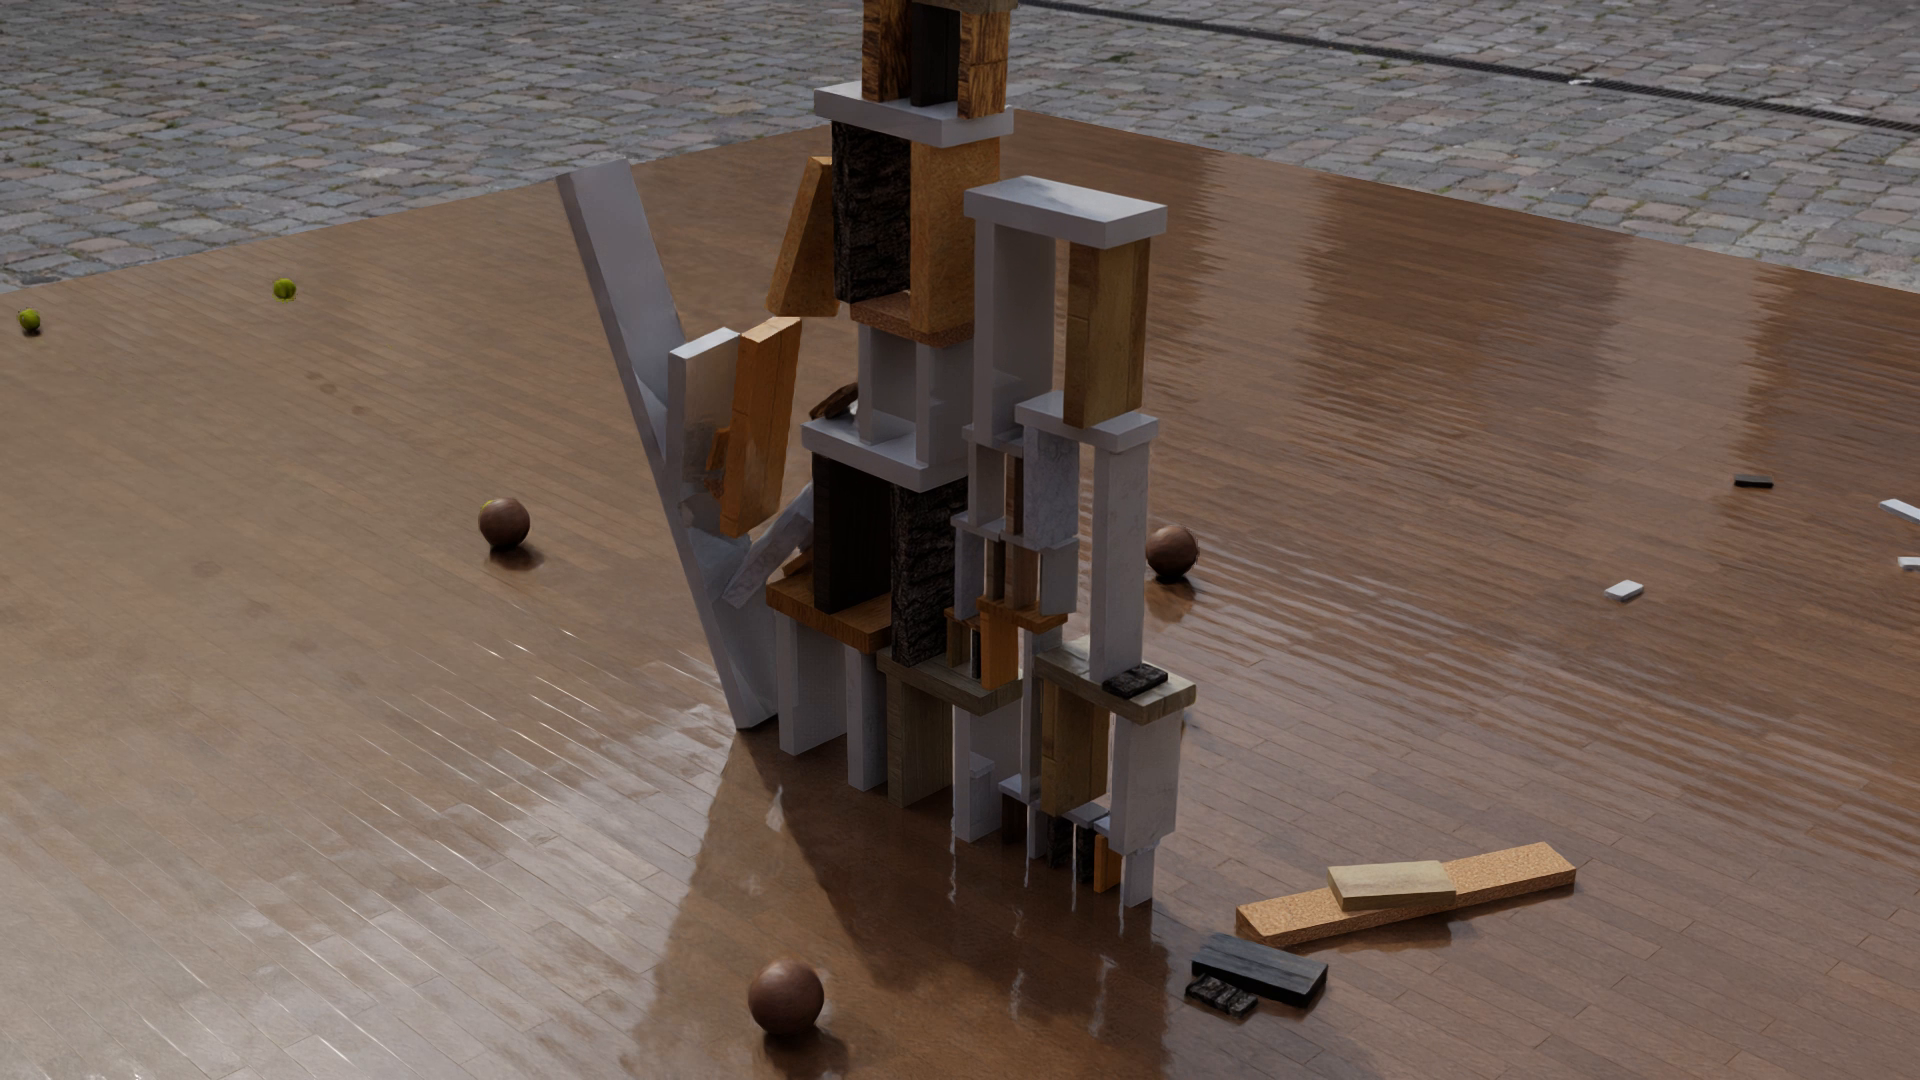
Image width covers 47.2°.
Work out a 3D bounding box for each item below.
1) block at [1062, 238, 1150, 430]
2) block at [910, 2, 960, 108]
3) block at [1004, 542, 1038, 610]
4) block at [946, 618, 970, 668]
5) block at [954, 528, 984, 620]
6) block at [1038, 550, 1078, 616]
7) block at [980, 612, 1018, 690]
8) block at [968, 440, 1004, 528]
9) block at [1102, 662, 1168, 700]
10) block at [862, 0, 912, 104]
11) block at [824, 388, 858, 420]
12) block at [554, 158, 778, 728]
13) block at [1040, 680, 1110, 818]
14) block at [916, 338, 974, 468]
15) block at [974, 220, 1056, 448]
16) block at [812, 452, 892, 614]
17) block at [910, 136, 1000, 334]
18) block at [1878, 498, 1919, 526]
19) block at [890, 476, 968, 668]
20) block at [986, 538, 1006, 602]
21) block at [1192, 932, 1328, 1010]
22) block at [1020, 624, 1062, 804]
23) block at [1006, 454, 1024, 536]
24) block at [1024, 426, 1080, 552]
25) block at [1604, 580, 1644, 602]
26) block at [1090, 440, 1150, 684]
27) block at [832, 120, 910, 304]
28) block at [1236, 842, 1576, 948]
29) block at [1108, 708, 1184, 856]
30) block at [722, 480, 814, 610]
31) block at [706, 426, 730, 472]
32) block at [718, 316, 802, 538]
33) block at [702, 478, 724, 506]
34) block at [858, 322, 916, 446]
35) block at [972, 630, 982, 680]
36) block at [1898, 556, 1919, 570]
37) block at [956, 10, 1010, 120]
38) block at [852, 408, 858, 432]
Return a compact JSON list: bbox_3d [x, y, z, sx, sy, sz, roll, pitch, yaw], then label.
[{"bbox_3d":[0.254,-0.370,3.810,0.046,0.326,0.163,21,30,38],"label":"block"},{"bbox_3d":[-0.043,-0.866,3.900,0.091,0.182,0.026,-20,33,-39],"label":"block"},{"bbox_3d":[0.115,0.057,4.131,0.068,0.136,0.019,-21,31,-41],"label":"block"},{"bbox_3d":[-0.002,0.195,4.319,0.052,0.104,0.015,-21,31,-41],"label":"block"},{"bbox_3d":[0.019,0.057,4.229,0.018,0.191,0.063,22,31,40],"label":"block"},{"bbox_3d":[0.184,0.073,4.096,0.068,0.136,0.019,-5,24,-13],"label":"block"},{"bbox_3d":[0.076,0.201,4.230,0.023,0.161,0.081,19,29,41],"label":"block"},{"bbox_3d":[0.049,-0.115,4.128,0.022,0.168,0.078,20,29,39],"label":"block"},{"bbox_3d":[0.316,0.255,3.971,0.057,0.016,0.114,21,30,40],"label":"block"},{"bbox_3d":[-0.097,-0.950,3.926,0.157,0.313,0.044,-20,34,-38],"label":"block"},{"bbox_3d":[-0.210,-0.277,4.346,0.063,0.018,0.127,-24,-5,-43],"label":"block"},{"bbox_3d":[-0.599,-0.202,4.739,0.048,1.240,0.168,-9,12,42],"label":"block"},{"bbox_3d":[0.219,0.374,4.167,0.139,0.277,0.039,-19,29,-38],"label":"block"},{"bbox_3d":[-0.026,-0.266,4.135,0.121,0.242,0.034,-21,32,-40],"label":"block"},{"bbox_3d":[0.098,-0.387,3.966,0.046,0.415,0.163,21,30,40],"label":"block"},{"bbox_3d":[-0.217,-0.033,4.451,0.170,0.339,0.048,-21,32,-40],"label":"block"},{"bbox_3d":[-0.009,-0.563,3.993,0.174,0.347,0.049,-21,32,-40],"label":"block"},{"bbox_3d":[2.595,-0.038,5.831,0.057,0.016,0.352,-11,25,-24],"label":"block"},{"bbox_3d":[-0.057,0.047,4.314,0.170,0.379,0.048,-21,32,-41],"label":"block"},{"bbox_3d":[0.079,0.048,4.164,0.063,0.125,0.018,-20,30,-40],"label":"block"},{"bbox_3d":[0.533,0.765,3.918,0.215,0.030,0.108,12,26,27],"label":"block"},{"bbox_3d":[0.155,0.325,4.198,0.081,0.365,0.023,-20,31,-40],"label":"block"},{"bbox_3d":[0.120,-0.092,4.060,0.078,0.156,0.022,-19,30,-39],"label":"block"},{"bbox_3d":[0.166,-0.108,3.997,0.033,0.234,0.117,19,29,39],"label":"block"},{"bbox_3d":[1.646,0.125,5.448,0.099,0.014,0.050,-19,29,-37],"label":"block"},{"bbox_3d":[0.285,0.032,3.942,0.033,0.450,0.117,18,28,37],"label":"block"},{"bbox_3d":[-0.157,-0.635,4.155,0.174,0.347,0.049,-19,30,-38],"label":"block"},{"bbox_3d":[0.845,0.668,4.147,0.670,0.030,0.108,-8,24,-19],"label":"block"},{"bbox_3d":[0.342,0.429,4.042,0.139,0.280,0.039,-19,30,-39],"label":"block"},{"bbox_3d":[-0.375,-0.005,4.636,0.048,0.336,0.168,37,42,-10],"label":"block"},{"bbox_3d":[-0.508,-0.191,4.630,0.013,0.091,0.045,30,28,25],"label":"block"},{"bbox_3d":[-0.411,-0.234,4.524,0.044,0.458,0.157,24,33,22],"label":"block"},{"bbox_3d":[-0.503,-0.095,4.664,0.091,0.013,0.045,49,27,20],"label":"block"},{"bbox_3d":[-0.140,-0.313,4.239,0.034,0.242,0.121,22,31,40],"label":"block"},{"bbox_3d":[0.047,0.214,4.274,0.052,0.103,0.015,-21,31,-40],"label":"block"},{"bbox_3d":[2.446,0.061,5.598,0.099,0.014,0.050,3,23,7],"label":"block"},{"bbox_3d":[0.041,-0.829,3.818,0.091,0.182,0.026,-20,34,-39],"label":"block"},{"bbox_3d":[-0.169,-0.275,4.297,0.018,0.127,0.063,38,40,26],"label":"block"}]
